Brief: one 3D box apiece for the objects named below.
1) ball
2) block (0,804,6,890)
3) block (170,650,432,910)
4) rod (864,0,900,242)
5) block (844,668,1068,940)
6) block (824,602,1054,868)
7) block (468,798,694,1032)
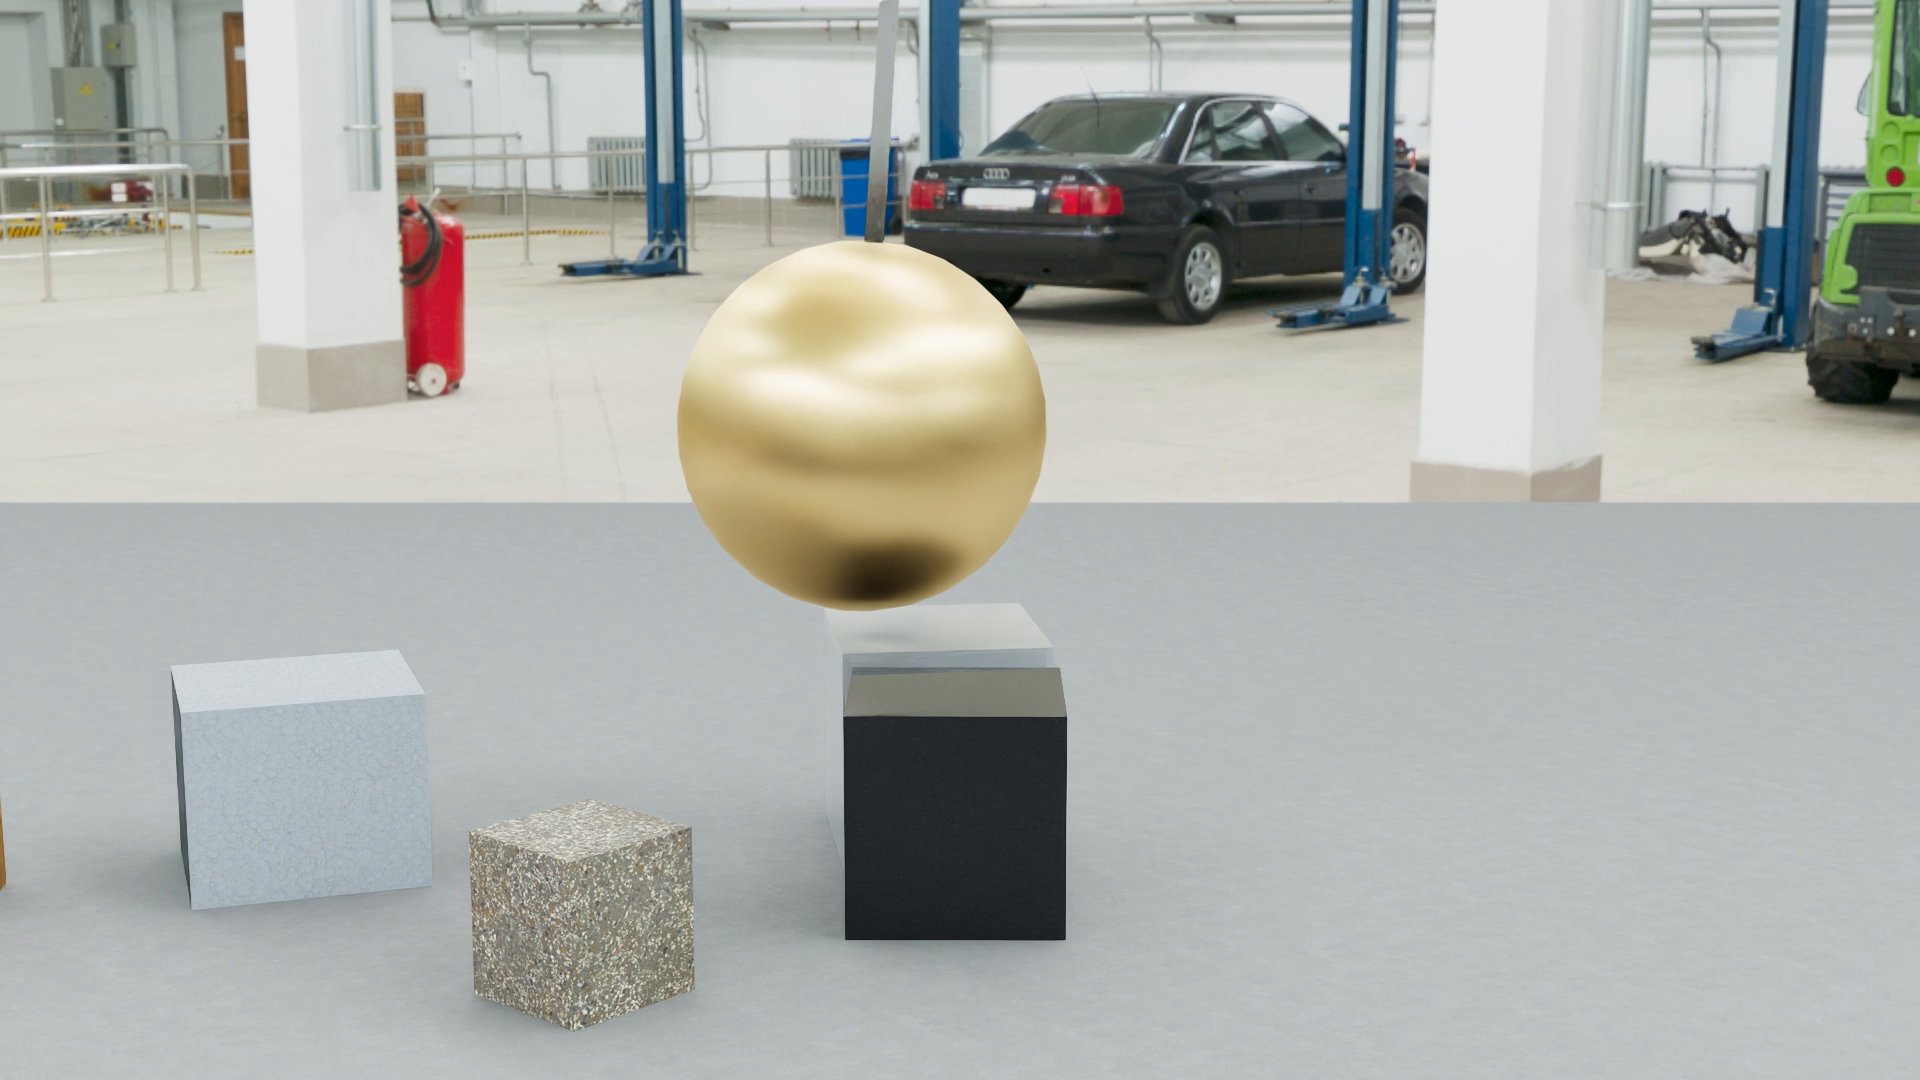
[{"bbox_3d":[-0.423,-0.492,11.091,1.600,1.600,1.600,0,10,0],"label":"ball"},{"bbox_3d":[-4.510,1.240,10.854,0.724,0.678,0.646,-1,10,-7],"label":"block"},{"bbox_3d":[-2.941,1.042,11.424,1.014,0.863,0.920,-4,11,-19],"label":"block"},{"bbox_3d":[-0.183,-3.829,10.484,0.080,5.200,0.080,4,10,-1],"label":"rod"},{"bbox_3d":[-0.017,1.100,10.873,0.905,0.945,0.873,0,10,0],"label":"block"},{"bbox_3d":[-0.116,0.890,11.891,0.942,0.995,0.984,-1,10,-8],"label":"block"},{"bbox_3d":[-1.453,1.429,9.882,0.597,0.653,0.603,9,14,41],"label":"block"}]
